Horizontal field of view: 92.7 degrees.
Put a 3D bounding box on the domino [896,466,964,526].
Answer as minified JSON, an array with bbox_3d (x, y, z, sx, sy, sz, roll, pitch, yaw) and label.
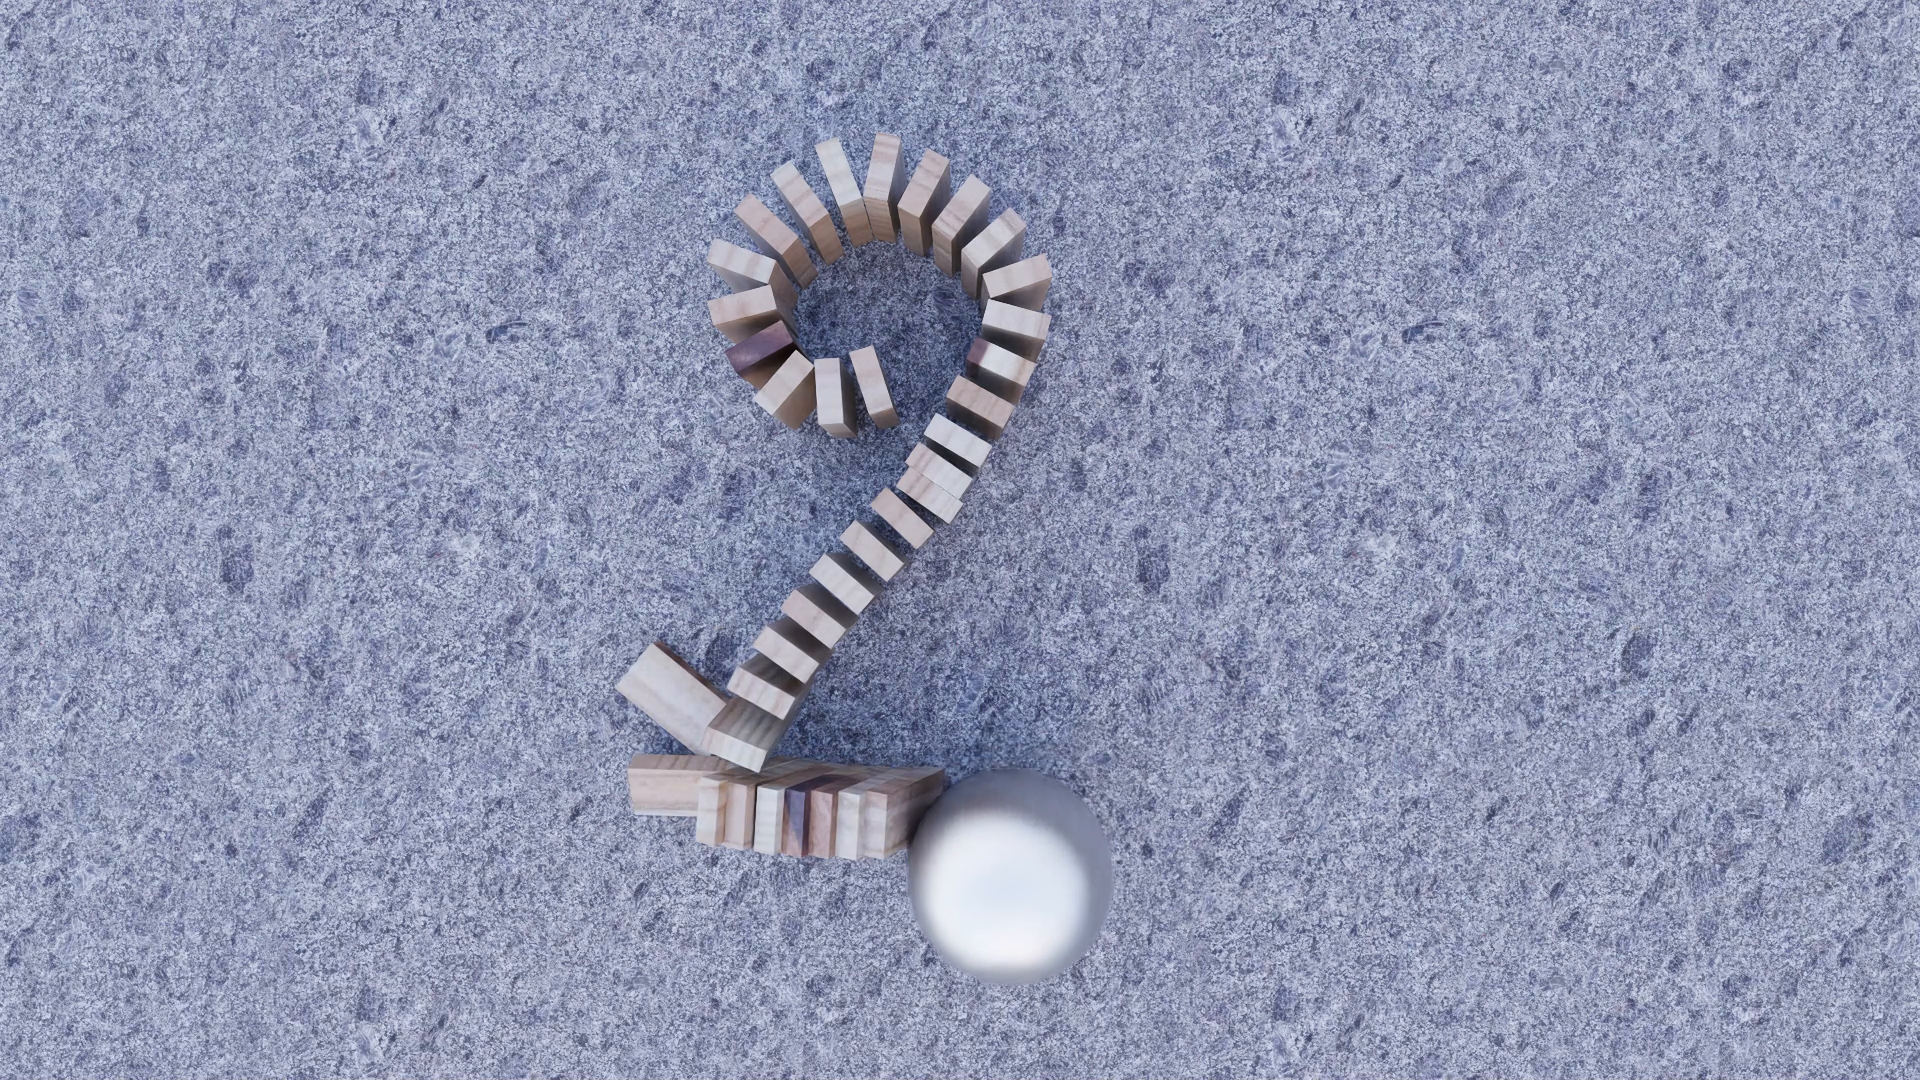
[{"bbox_3d":[-0.012,-0.017,0.375,0.025,0.050,0.010,35,90,0],"label":"domino"}]

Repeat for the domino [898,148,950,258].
[{"bbox_3d":[-0.014,-0.136,0.375,0.010,0.050,0.025,28,90,0],"label":"domino"}]

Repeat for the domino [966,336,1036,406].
[{"bbox_3d":[0.016,-0.068,0.375,0.025,0.050,0.009,25,90,0],"label":"domino"}]

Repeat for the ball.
[{"bbox_3d":[0.020,0.130,0.360,0.080,0.080,0.080,0,90,0],"label":"ball"}]

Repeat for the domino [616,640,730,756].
[{"bbox_3d":[-0.120,0.069,0.395,0.050,0.010,0.025,39,90,0],"label":"domino"}]

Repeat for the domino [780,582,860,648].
[{"bbox_3d":[-0.056,0.030,0.375,0.025,0.050,0.009,38,90,0],"label":"domino"}]

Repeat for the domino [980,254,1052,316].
[{"bbox_3d":[0.022,-0.101,0.375,0.025,0.050,0.010,-19,90,0],"label":"domino"}]

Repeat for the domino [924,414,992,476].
[{"bbox_3d":[-0.001,-0.038,0.375,0.025,0.050,0.009,31,90,0],"label":"domino"}]

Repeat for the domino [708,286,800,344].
[{"bbox_3d":[-0.083,-0.090,0.375,0.025,0.050,0.010,-15,90,0],"label":"domino"}]

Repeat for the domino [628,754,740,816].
[{"bbox_3d":[-0.114,0.105,0.390,0.050,0.010,0.025,2,116,0],"label":"domino"}]

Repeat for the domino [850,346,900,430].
[{"bbox_3d":[-0.034,-0.061,0.375,0.009,0.050,0.025,-18,90,0],"label":"domino"}]

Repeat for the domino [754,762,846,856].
[{"bbox_3d":[-0.064,0.109,0.375,0.010,0.050,0.025,3,90,25],"label":"domino"}]

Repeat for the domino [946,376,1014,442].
[{"bbox_3d":[0.008,-0.053,0.375,0.025,0.050,0.010,29,90,0],"label":"domino"}]

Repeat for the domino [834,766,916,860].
[{"bbox_3d":[-0.033,0.111,0.375,0.010,0.050,0.025,3,90,25],"label":"domino"}]

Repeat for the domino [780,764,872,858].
[{"bbox_3d":[-0.054,0.110,0.375,0.009,0.050,0.025,3,90,25],"label":"domino"}]

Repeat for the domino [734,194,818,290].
[{"bbox_3d":[-0.074,-0.121,0.375,0.025,0.050,0.010,42,90,0],"label":"domino"}]

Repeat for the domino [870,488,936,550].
[{"bbox_3d":[-0.022,-0.008,0.375,0.025,0.050,0.009,43,90,0],"label":"domino"}]

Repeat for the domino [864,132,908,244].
[{"bbox_3d":[-0.030,-0.143,0.375,0.010,0.050,0.025,12,90,0],"label":"domino"}]

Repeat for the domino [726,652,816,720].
[{"bbox_3d":[-0.076,0.058,0.375,0.025,0.050,0.009,29,91,0],"label":"domino"}]

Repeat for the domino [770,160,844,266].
[{"bbox_3d":[-0.061,-0.132,0.375,0.009,0.050,0.025,-37,90,0],"label":"domino"}]

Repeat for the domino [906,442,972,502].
[{"bbox_3d":[-0.008,-0.026,0.375,0.025,0.050,0.010,35,90,0],"label":"domino"}]

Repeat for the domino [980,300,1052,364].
[{"bbox_3d":[0.022,-0.084,0.375,0.025,0.050,0.010,15,90,0],"label":"domino"}]

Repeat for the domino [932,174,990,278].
[{"bbox_3d":[0.000,-0.127,0.375,0.009,0.050,0.025,37,90,0],"label":"domino"}]

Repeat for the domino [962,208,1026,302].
[{"bbox_3d":[0.013,-0.116,0.375,0.025,0.050,0.009,-41,90,0],"label":"domino"}]

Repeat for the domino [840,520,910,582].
[{"bbox_3d":[-0.034,0.004,0.375,0.025,0.050,0.009,42,90,0],"label":"domino"}]

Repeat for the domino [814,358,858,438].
[{"bbox_3d":[-0.050,-0.057,0.375,0.010,0.050,0.025,-4,90,0],"label":"domino"}]

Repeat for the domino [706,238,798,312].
[{"bbox_3d":[-0.084,-0.107,0.375,0.025,0.050,0.009,20,90,0],"label":"domino"}]

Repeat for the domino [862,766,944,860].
[{"bbox_3d":[-0.022,0.110,0.375,0.009,0.050,0.025,3,90,25],"label":"domino"}]

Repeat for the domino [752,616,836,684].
[{"bbox_3d":[-0.067,0.044,0.375,0.025,0.050,0.010,36,90,0],"label":"domino"}]

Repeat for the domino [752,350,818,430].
[{"bbox_3d":[-0.067,-0.060,0.375,0.010,0.050,0.025,41,90,0],"label":"domino"}]

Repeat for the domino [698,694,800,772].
[{"bbox_3d":[-0.085,0.075,0.375,0.025,0.050,0.009,23,102,0],"label":"domino"}]

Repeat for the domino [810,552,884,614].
[{"bbox_3d":[-0.045,0.017,0.375,0.025,0.050,0.010,41,90,0],"label":"domino"}]

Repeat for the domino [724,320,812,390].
[{"bbox_3d":[-0.077,-0.074,0.375,0.025,0.050,0.010,-29,90,0],"label":"domino"}]

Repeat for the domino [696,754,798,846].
[{"bbox_3d":[-0.086,0.106,0.376,0.009,0.050,0.025,5,90,27],"label":"domino"}]

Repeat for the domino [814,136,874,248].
[{"bbox_3d":[-0.047,-0.141,0.375,0.009,0.050,0.025,-22,90,0],"label":"domino"}]

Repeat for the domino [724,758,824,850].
[{"bbox_3d":[-0.075,0.107,0.376,0.009,0.050,0.025,3,90,27],"label":"domino"}]

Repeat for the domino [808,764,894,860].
[{"bbox_3d":[-0.043,0.110,0.375,0.010,0.050,0.025,3,90,25],"label":"domino"}]
